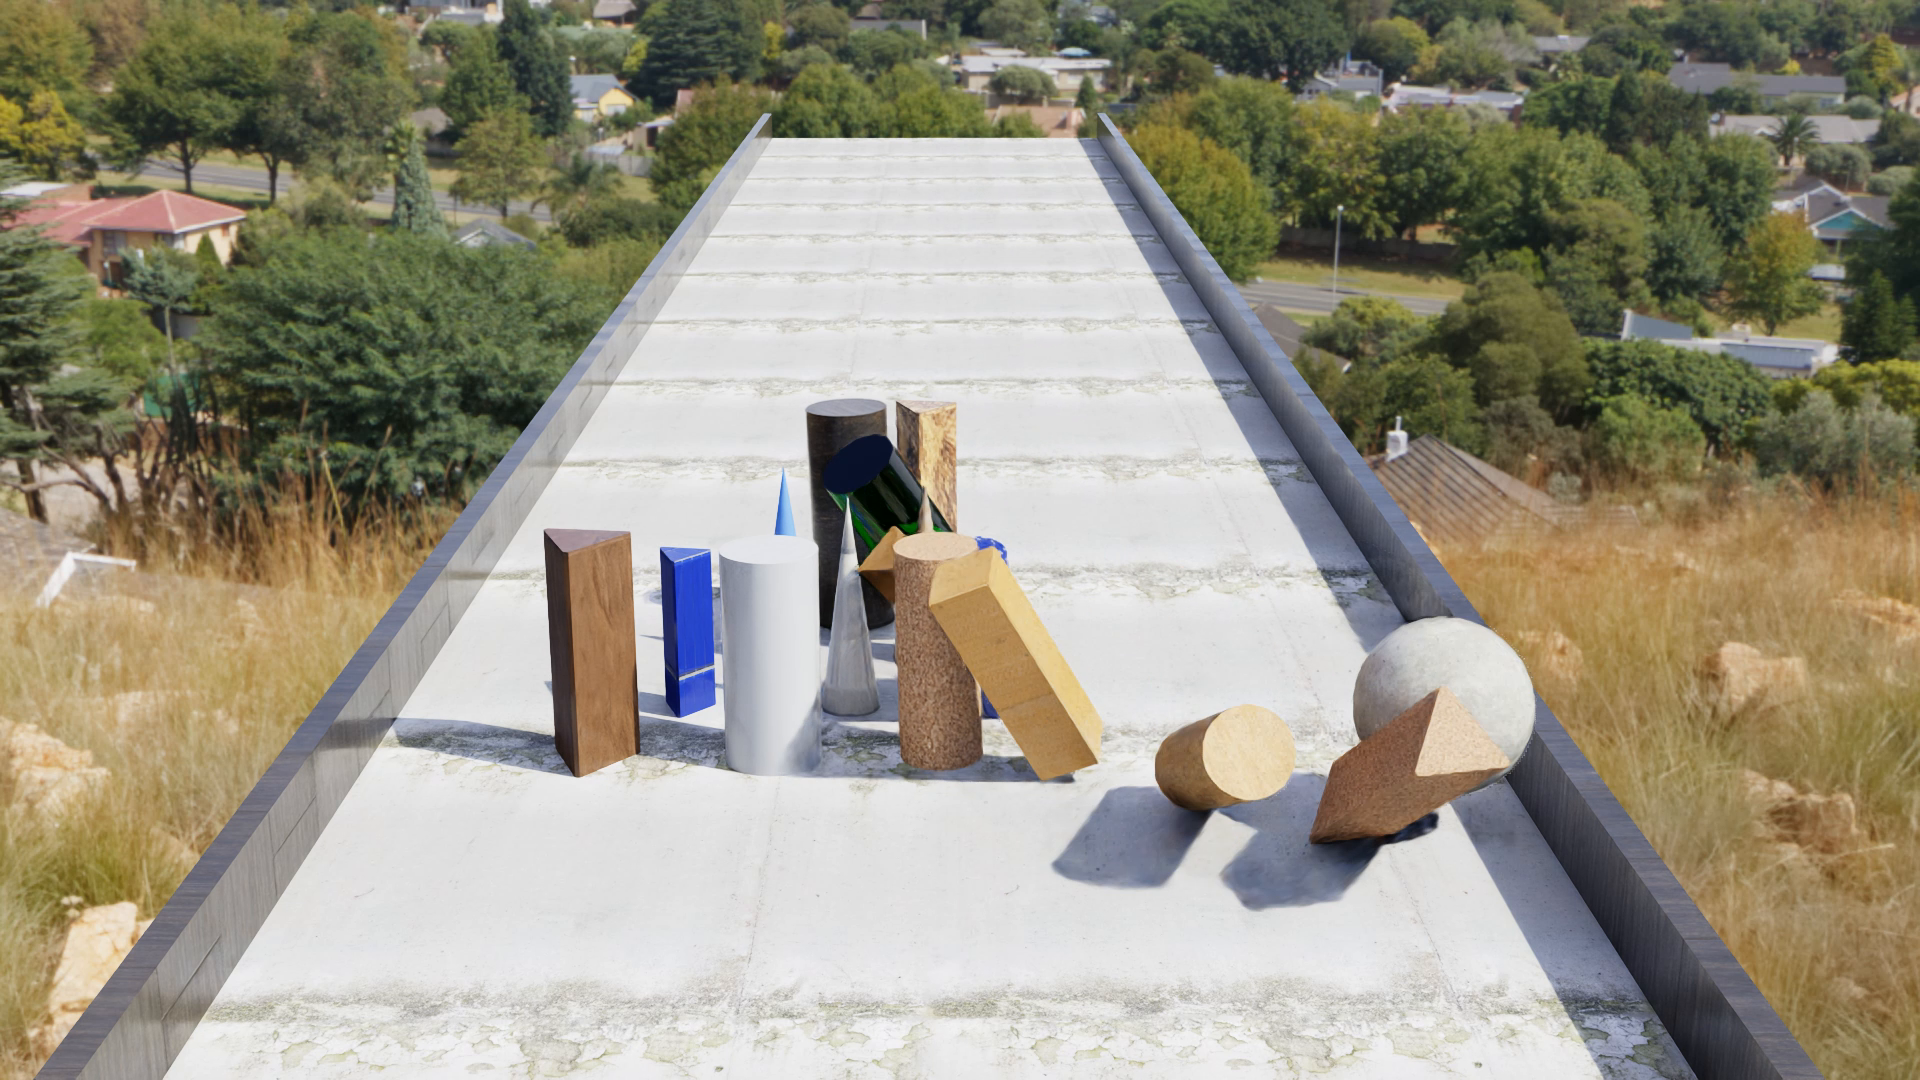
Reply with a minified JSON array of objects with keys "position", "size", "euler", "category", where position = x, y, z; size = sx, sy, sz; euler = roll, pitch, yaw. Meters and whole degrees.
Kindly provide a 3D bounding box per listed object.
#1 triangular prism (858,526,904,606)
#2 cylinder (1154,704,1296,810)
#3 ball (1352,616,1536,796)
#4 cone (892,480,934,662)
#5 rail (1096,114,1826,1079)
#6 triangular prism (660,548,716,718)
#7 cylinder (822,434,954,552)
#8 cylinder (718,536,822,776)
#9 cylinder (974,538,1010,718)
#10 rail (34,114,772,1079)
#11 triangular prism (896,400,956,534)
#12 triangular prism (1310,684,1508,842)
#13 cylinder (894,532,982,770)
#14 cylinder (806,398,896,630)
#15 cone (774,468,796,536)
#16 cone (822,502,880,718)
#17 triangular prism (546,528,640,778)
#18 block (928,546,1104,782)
[{"position":[-0.025,0.123,4.143],"size":[0.104,0.427,0.090],"euler":[-4,57,34],"category":"triangular prism"},{"position":[0.416,0.351,3.503],"size":[0.143,0.143,0.417],"euler":[-2,-9,-5],"category":"cylinder"},{"position":[0.786,0.271,3.578],"size":[0.292,0.292,0.292],"euler":[0,17,0],"category":"ball"},{"position":[-0.070,0.059,4.375],"size":[0.129,0.369,0.129],"euler":[0,18,0],"category":"cone"},{"position":[0.932,-0.844,7.801],"size":[0.050,0.150,12.000],"euler":[0,17,-1],"category":"rail"},{"position":[-0.527,0.168,4.124],"size":[0.084,0.307,0.096],"euler":[13,21,37],"category":"triangular prism"},{"position":[-0.101,-0.005,4.463],"size":[0.160,0.435,0.160],"euler":[-22,38,18],"category":"cylinder"},{"position":[-0.332,0.202,3.865],"size":[0.172,0.389,0.172],"euler":[0,17,0],"category":"cylinder"},{"position":[0.050,0.164,4.040],"size":[0.122,0.342,0.122],"euler":[-7,39,6],"category":"cylinder"},{"position":[-1.118,-0.838,7.780],"size":[0.050,0.150,12.000],"euler":[0,17,-1],"category":"rail"},{"position":[-0.094,-0.104,4.867],"size":[0.115,0.404,0.133],"euler":[13,21,37],"category":"triangular prism"},{"position":[0.674,0.348,3.408],"size":[0.148,0.128,0.439],"euler":[-5,-19,-14],"category":"triangular prism"},{"position":[-0.038,0.195,3.868],"size":[0.147,0.393,0.147],"euler":[-1,19,0],"category":"cylinder"},{"position":[-0.227,-0.054,4.592],"size":[0.167,0.459,0.167],"euler":[-2,16,1],"category":"cylinder"},{"position":[-0.346,0.045,4.373],"size":[0.121,0.401,0.121],"euler":[0,17,0],"category":"cone"},{"position":[-0.207,0.118,4.107],"size":[0.110,0.412,0.110],"euler":[0,17,0],"category":"cone"},{"position":[-0.673,0.189,3.871],"size":[0.133,0.411,0.154],"euler":[12,20,35],"category":"triangular prism"},{"position":[0.100,0.214,3.744],"size":[0.111,0.415,0.111],"euler":[-20,30,21],"category":"block"}]
